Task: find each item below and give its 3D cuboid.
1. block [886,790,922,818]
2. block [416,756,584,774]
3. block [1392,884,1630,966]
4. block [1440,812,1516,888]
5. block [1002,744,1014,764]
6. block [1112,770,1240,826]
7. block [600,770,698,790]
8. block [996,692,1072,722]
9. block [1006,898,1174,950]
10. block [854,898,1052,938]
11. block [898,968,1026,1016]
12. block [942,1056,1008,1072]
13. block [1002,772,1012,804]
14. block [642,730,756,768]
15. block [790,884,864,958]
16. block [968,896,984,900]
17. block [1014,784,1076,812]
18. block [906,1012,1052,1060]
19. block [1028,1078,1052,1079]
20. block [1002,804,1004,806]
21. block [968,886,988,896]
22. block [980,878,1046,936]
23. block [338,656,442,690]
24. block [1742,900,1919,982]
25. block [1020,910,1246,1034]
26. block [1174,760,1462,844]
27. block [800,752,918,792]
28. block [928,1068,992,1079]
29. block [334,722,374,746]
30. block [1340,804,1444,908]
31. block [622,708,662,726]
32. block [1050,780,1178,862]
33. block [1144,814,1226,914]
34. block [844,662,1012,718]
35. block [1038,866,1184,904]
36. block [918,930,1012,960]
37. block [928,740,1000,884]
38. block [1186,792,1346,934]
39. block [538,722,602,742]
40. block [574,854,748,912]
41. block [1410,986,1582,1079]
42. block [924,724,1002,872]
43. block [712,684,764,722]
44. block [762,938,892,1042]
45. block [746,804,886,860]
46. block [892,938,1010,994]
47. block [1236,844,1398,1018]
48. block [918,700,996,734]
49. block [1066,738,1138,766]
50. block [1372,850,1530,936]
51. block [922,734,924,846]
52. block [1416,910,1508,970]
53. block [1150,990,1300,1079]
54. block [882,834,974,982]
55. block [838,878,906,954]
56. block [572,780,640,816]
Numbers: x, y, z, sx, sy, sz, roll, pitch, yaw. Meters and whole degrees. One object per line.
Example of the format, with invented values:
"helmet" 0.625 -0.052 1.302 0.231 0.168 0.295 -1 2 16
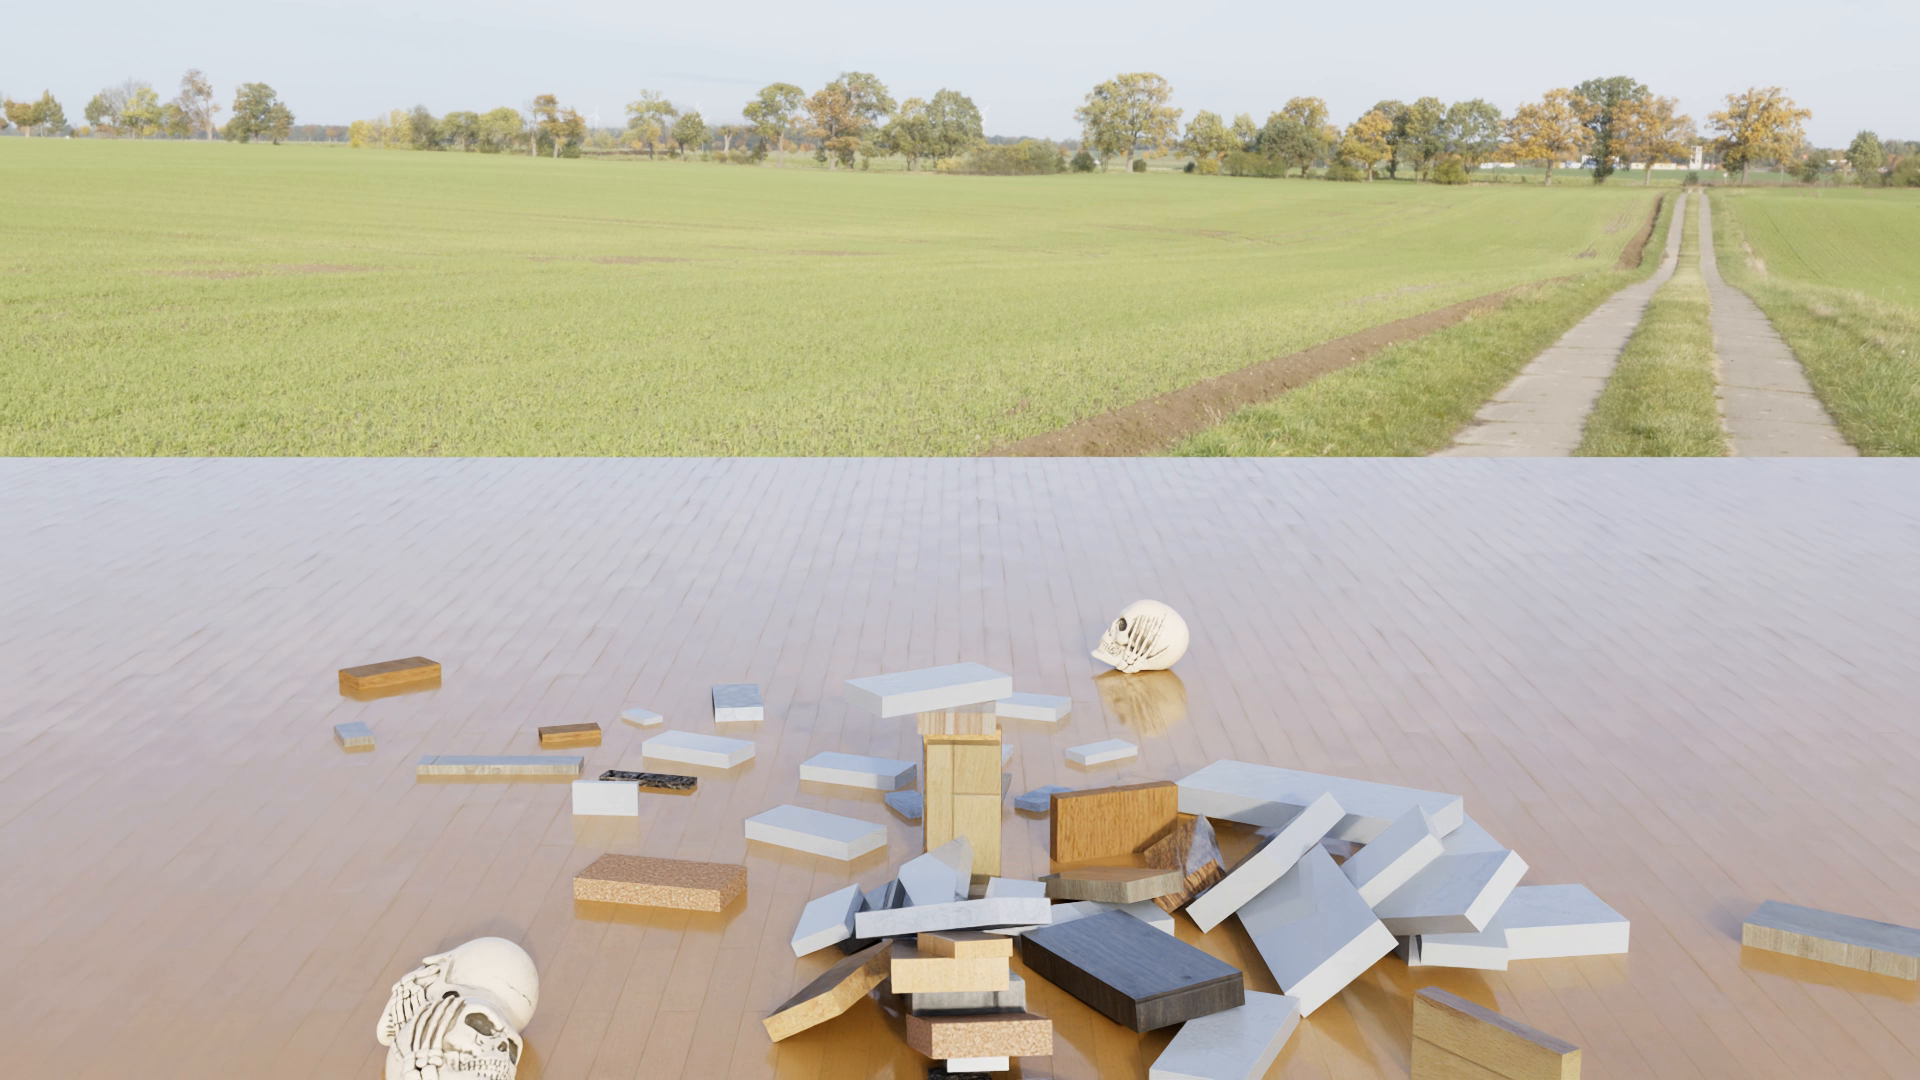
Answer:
"block" -0.092 0.496 4.131 0.058 0.016 0.116 -5 12 -24
"block" -0.915 0.448 4.381 0.321 0.019 0.067 0 11 0
"block" 0.845 0.603 3.459 0.355 0.050 0.178 -2 11 -9
"block" 0.825 0.529 3.859 0.178 0.050 0.355 -1 11 -7
"block" 0.063 0.437 4.445 0.061 0.017 0.122 3 11 15
"block" 0.427 0.484 4.139 0.257 0.036 0.128 7 13 33
"block" -0.608 0.468 4.291 0.186 0.013 0.045 3 11 15
"block" 0.086 0.358 4.837 0.301 0.029 0.103 4 11 22
"block" 0.202 0.609 3.474 0.243 0.034 0.121 -4 11 -19
"block" -0.010 0.524 3.043 0.246 0.035 0.123 -13 -15 34
"block" -0.004 0.631 3.112 0.153 0.043 0.305 -1 -5 -6
"block" 0.019 0.687 2.917 0.079 0.022 0.158 -1 -9 -3
"block" 0.053 0.473 4.142 0.067 0.019 0.133 8 22 9
"block" -0.532 0.425 4.476 0.205 0.029 0.103 5 12 26
"block" -0.207 0.598 3.464 0.090 0.025 0.180 -22 8 8
"block" 0.009 0.595 3.480 0.067 0.019 0.134 1 12 6
"block" 0.161 0.489 4.167 0.058 0.016 0.116 8 13 37
"block" 0.021 0.654 2.919 0.153 0.043 0.305 0 -9 -8
"block" 0.247 0.726 2.759 0.355 0.030 0.106 5 -8 27
"block" 0.034 0.474 4.183 0.058 0.016 0.116 -4 23 -22
"block" 0.016 0.589 3.622 0.134 0.019 0.067 0 11 1
"block" 0.083 0.577 3.463 0.090 0.025 0.180 5 11 6
"block" -1.323 0.308 5.106 0.206 0.029 0.103 -9 14 -41
"block" 1.364 0.619 3.413 0.257 0.036 0.129 8 13 35
"block" 0.247 0.627 3.223 0.172 0.049 0.365 -9 9 -23
"block" 0.633 0.470 3.924 0.485 0.050 0.178 5 14 37
"block" -0.199 0.454 4.323 0.205 0.029 0.103 5 11 23
"block" 0.007 0.728 2.861 0.079 0.022 0.158 -1 11 -8
"block" -1.270 0.407 4.609 0.061 0.017 0.122 -5 12 -25
"block" 0.635 0.526 3.429 0.257 0.036 0.128 -41 8 12
"block" -0.688 0.382 4.755 0.045 0.013 0.091 -9 14 -41
"block" 0.271 0.494 3.867 0.231 0.116 0.033 -4 11 -20
"block" 0.374 0.539 3.672 0.121 0.034 0.243 -35 8 7
"block" -0.054 0.254 3.747 0.256 0.036 0.128 -7 12 -32
"block" 0.244 0.560 3.582 0.116 0.033 0.231 -5 -2 -35
"block" 0.005 0.539 2.935 0.079 0.022 0.158 1 -5 -19
"block" 0.006 0.459 3.709 0.121 0.243 0.034 0 11 2
"block" 0.505 0.524 3.604 0.172 0.049 0.345 -43 -10 26
"block" -0.820 0.405 4.620 0.122 0.017 0.061 -4 11 -18
"block" -0.499 0.571 3.671 0.257 0.036 0.129 3 11 14
"block" 0.690 0.679 2.847 0.035 0.125 0.250 -7 13 -34
"block" 0.005 0.443 3.743 0.131 0.261 0.037 0 11 2
"block" -0.491 0.357 4.843 0.103 0.029 0.206 -2 11 -8
"block" -0.171 0.639 3.153 0.123 0.035 0.246 -28 -2 25
"block" -0.258 0.523 3.941 0.231 0.033 0.116 7 13 34
"block" -0.017 0.579 3.013 0.153 0.043 0.305 -1 -5 -2
"block" 0.532 0.582 3.313 0.172 0.049 0.345 -39 11 3
"block" -0.003 0.282 3.794 0.131 0.037 0.261 0 11 1
"block" 0.288 0.431 4.474 0.133 0.019 0.067 -7 13 -34
"block" 0.699 0.537 3.321 0.129 0.036 0.378 -46 8 -23
"block" -0.002 0.413 3.907 0.131 0.261 0.037 0 10 0
"block" 0.758 0.578 3.356 0.125 0.035 0.250 3 17 6
"block" 0.368 0.692 3.020 0.125 0.035 0.313 4 11 22
"block" -0.050 0.578 3.492 0.123 0.035 0.441 -28 8 8
"block" -0.138 0.593 3.474 0.090 0.025 0.180 -27 8 8
"block" -0.659 0.480 4.093 0.122 0.061 0.017 1 11 4
